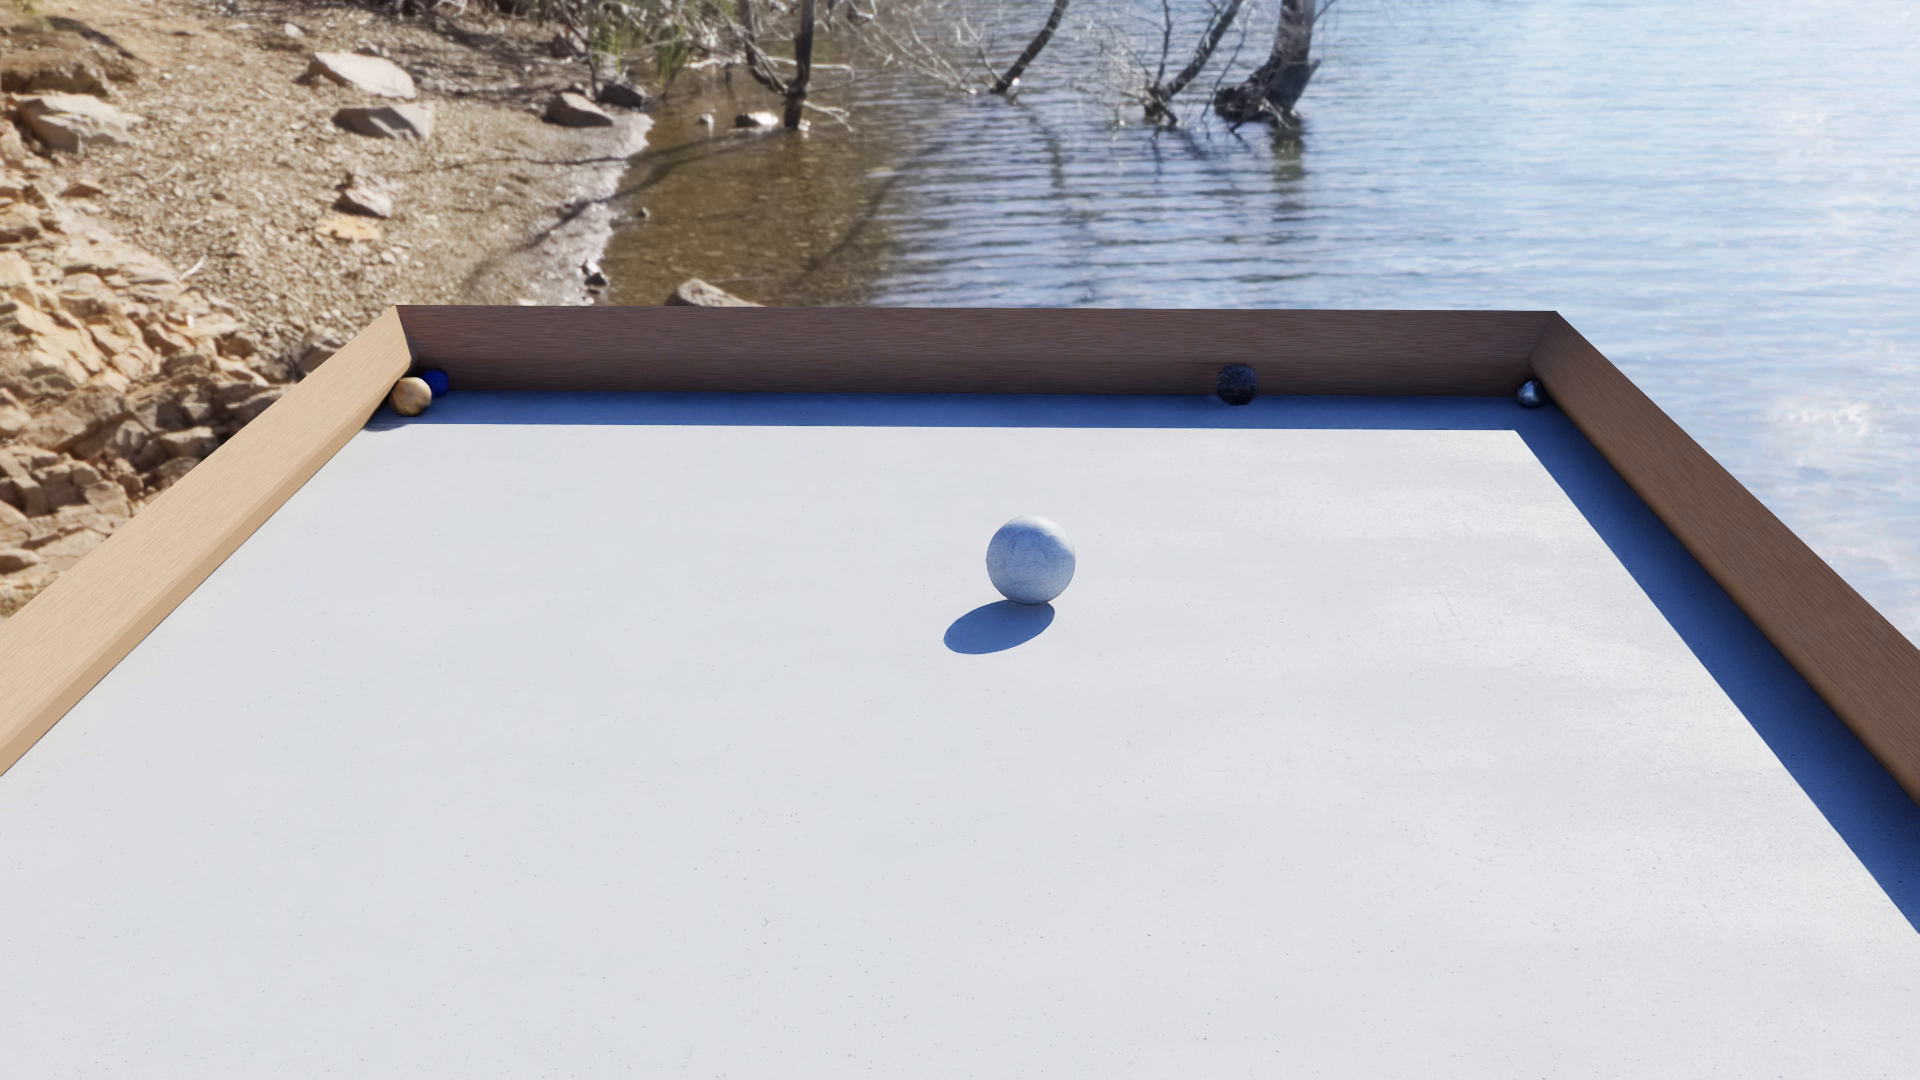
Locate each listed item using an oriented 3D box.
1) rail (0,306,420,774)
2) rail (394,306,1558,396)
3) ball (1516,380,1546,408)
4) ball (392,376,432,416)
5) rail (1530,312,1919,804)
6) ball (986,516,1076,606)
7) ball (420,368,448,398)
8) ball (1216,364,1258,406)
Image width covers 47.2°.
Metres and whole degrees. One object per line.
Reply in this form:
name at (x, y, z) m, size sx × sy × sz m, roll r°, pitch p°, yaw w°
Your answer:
rail at (-0.863, 0.212, 1.822) m, size 0.045 × 0.130 × 3.168 m, roll 0°, pitch 19°, yaw 1°
rail at (0.017, -0.278, 3.283) m, size 1.738 × 0.130 × 0.045 m, roll 0°, pitch 19°, yaw 1°
ball at (0.842, -0.216, 3.242) m, size 0.042 × 0.042 × 0.042 m, roll 0°, pitch 19°, yaw 0°
ball at (-0.796, -0.208, 3.193) m, size 0.058 × 0.058 × 0.058 m, roll 0°, pitch 19°, yaw 0°
rail at (0.828, 0.224, 1.786) m, size 0.045 × 0.130 × 3.168 m, roll 0°, pitch 19°, yaw 1°
ball at (0.079, 0.023, 2.438) m, size 0.100 × 0.100 × 0.100 m, roll 0°, pitch 19°, yaw 0°
ball at (-0.789, -0.235, 3.295) m, size 0.043 × 0.043 × 0.043 m, roll 0°, pitch 19°, yaw 0°
ball at (0.409, -0.229, 3.251) m, size 0.061 × 0.061 × 0.061 m, roll 0°, pitch 19°, yaw 0°
